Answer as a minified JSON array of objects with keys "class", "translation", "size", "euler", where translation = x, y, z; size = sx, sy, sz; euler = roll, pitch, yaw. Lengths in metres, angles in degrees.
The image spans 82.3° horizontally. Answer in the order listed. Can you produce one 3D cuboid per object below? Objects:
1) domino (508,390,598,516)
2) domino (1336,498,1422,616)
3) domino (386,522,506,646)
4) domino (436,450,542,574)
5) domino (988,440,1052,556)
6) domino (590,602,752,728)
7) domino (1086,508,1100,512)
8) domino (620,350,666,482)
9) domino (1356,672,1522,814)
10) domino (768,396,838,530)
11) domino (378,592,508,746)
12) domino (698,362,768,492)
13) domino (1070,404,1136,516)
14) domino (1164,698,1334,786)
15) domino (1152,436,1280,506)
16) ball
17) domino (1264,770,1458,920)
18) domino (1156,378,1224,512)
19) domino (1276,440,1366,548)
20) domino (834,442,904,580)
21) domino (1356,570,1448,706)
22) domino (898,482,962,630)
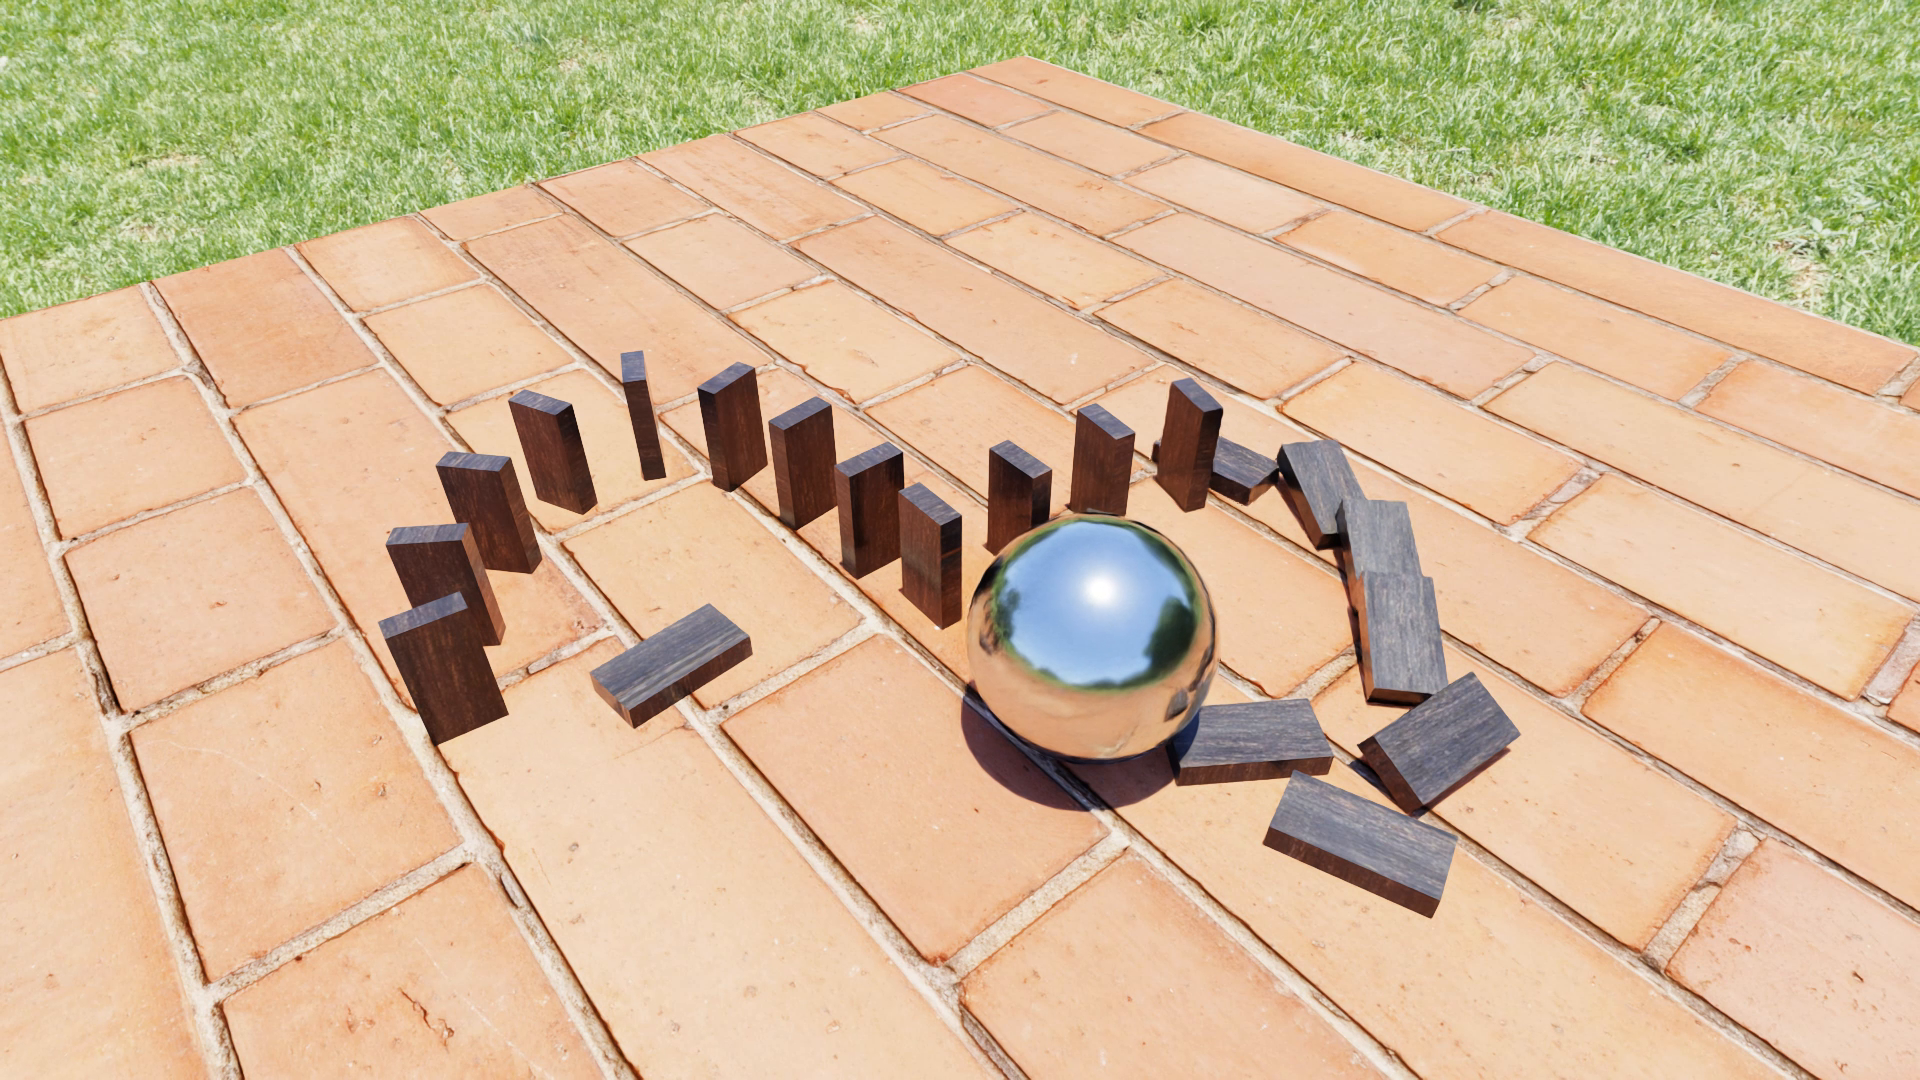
[{"class":"domino","translation":[-0.168,-0.036,0.455],"size":[0.025,0.050,0.010],"euler":[18,42,20]},{"class":"domino","translation":[0.163,0.007,0.426],"size":[0.025,0.009,0.050],"euler":[3,53,3]},{"class":"domino","translation":[-0.182,0.017,0.390],"size":[0.025,0.050,0.009],"euler":[-4,39,-5]},{"class":"domino","translation":[-0.181,-0.010,0.424],"size":[0.025,0.050,0.010],"euler":[6,40,7]},{"class":"domino","translation":[0.023,-0.011,0.425],"size":[0.009,0.050,0.025],"euler":[-27,47,-29]},{"class":"domino","translation":[-0.102,0.044,0.390],"size":[0.025,0.009,0.050],"euler":[32,49,33]},{"class":"domino","translation":[0.045,0.013,0.415],"size":[0.009,0.025,0.050],"euler":[14,41,17]},{"class":"domino","translation":[-0.137,-0.054,0.477],"size":[0.009,0.050,0.025],"euler":[-10,40,-12]},{"class":"domino","translation":[0.156,0.065,0.357],"size":[0.050,0.009,0.025],"euler":[-23,70,-26]},{"class":"domino","translation":[-0.063,-0.031,0.449],"size":[0.010,0.050,0.025],"euler":[30,48,31]},{"class":"domino","translation":[-0.168,0.043,0.359],"size":[0.025,0.050,0.009],"euler":[-24,45,-26]},{"class":"domino","translation":[-0.097,-0.048,0.470],"size":[0.010,0.050,0.025],"euler":[22,44,25]},{"class":"domino","translation":[0.057,-0.027,0.445],"size":[0.010,0.050,0.025],"euler":[-21,44,-24]},{"class":"domino","translation":[0.094,0.066,0.362],"size":[0.050,0.010,0.025],"euler":[-3,39,-4]},{"class":"domino","translation":[0.113,-0.034,0.485],"size":[0.050,0.010,0.025],"euler":[31,48,32]},{"class":"ball","translation":[0.042,0.031,0.350],"size":[0.080,0.080,0.080],"euler":[0,39,0]},{"class":"domino","translation":[0.121,0.091,0.332],"size":[0.050,0.010,0.025],"euler":[20,44,23]},{"class":"domino","translation":[0.095,-0.039,0.459],"size":[0.010,0.050,0.025],"euler":[-14,41,-18]},{"class":"domino","translation":[0.153,-0.020,0.460],"size":[0.025,0.009,0.050],"euler":[-6,52,-7]},{"class":"domino","translation":[-0.034,-0.011,0.425],"size":[0.025,0.050,0.009],"euler":[-28,47,-30]},{"class":"domino","translation":[0.157,0.035,0.392],"size":[0.025,0.009,0.050],"euler":[5,52,6]},{"class":"domino","translation":[-0.011,0.006,0.404],"size":[0.009,0.050,0.025],"euler":[-26,46,-28]}]
